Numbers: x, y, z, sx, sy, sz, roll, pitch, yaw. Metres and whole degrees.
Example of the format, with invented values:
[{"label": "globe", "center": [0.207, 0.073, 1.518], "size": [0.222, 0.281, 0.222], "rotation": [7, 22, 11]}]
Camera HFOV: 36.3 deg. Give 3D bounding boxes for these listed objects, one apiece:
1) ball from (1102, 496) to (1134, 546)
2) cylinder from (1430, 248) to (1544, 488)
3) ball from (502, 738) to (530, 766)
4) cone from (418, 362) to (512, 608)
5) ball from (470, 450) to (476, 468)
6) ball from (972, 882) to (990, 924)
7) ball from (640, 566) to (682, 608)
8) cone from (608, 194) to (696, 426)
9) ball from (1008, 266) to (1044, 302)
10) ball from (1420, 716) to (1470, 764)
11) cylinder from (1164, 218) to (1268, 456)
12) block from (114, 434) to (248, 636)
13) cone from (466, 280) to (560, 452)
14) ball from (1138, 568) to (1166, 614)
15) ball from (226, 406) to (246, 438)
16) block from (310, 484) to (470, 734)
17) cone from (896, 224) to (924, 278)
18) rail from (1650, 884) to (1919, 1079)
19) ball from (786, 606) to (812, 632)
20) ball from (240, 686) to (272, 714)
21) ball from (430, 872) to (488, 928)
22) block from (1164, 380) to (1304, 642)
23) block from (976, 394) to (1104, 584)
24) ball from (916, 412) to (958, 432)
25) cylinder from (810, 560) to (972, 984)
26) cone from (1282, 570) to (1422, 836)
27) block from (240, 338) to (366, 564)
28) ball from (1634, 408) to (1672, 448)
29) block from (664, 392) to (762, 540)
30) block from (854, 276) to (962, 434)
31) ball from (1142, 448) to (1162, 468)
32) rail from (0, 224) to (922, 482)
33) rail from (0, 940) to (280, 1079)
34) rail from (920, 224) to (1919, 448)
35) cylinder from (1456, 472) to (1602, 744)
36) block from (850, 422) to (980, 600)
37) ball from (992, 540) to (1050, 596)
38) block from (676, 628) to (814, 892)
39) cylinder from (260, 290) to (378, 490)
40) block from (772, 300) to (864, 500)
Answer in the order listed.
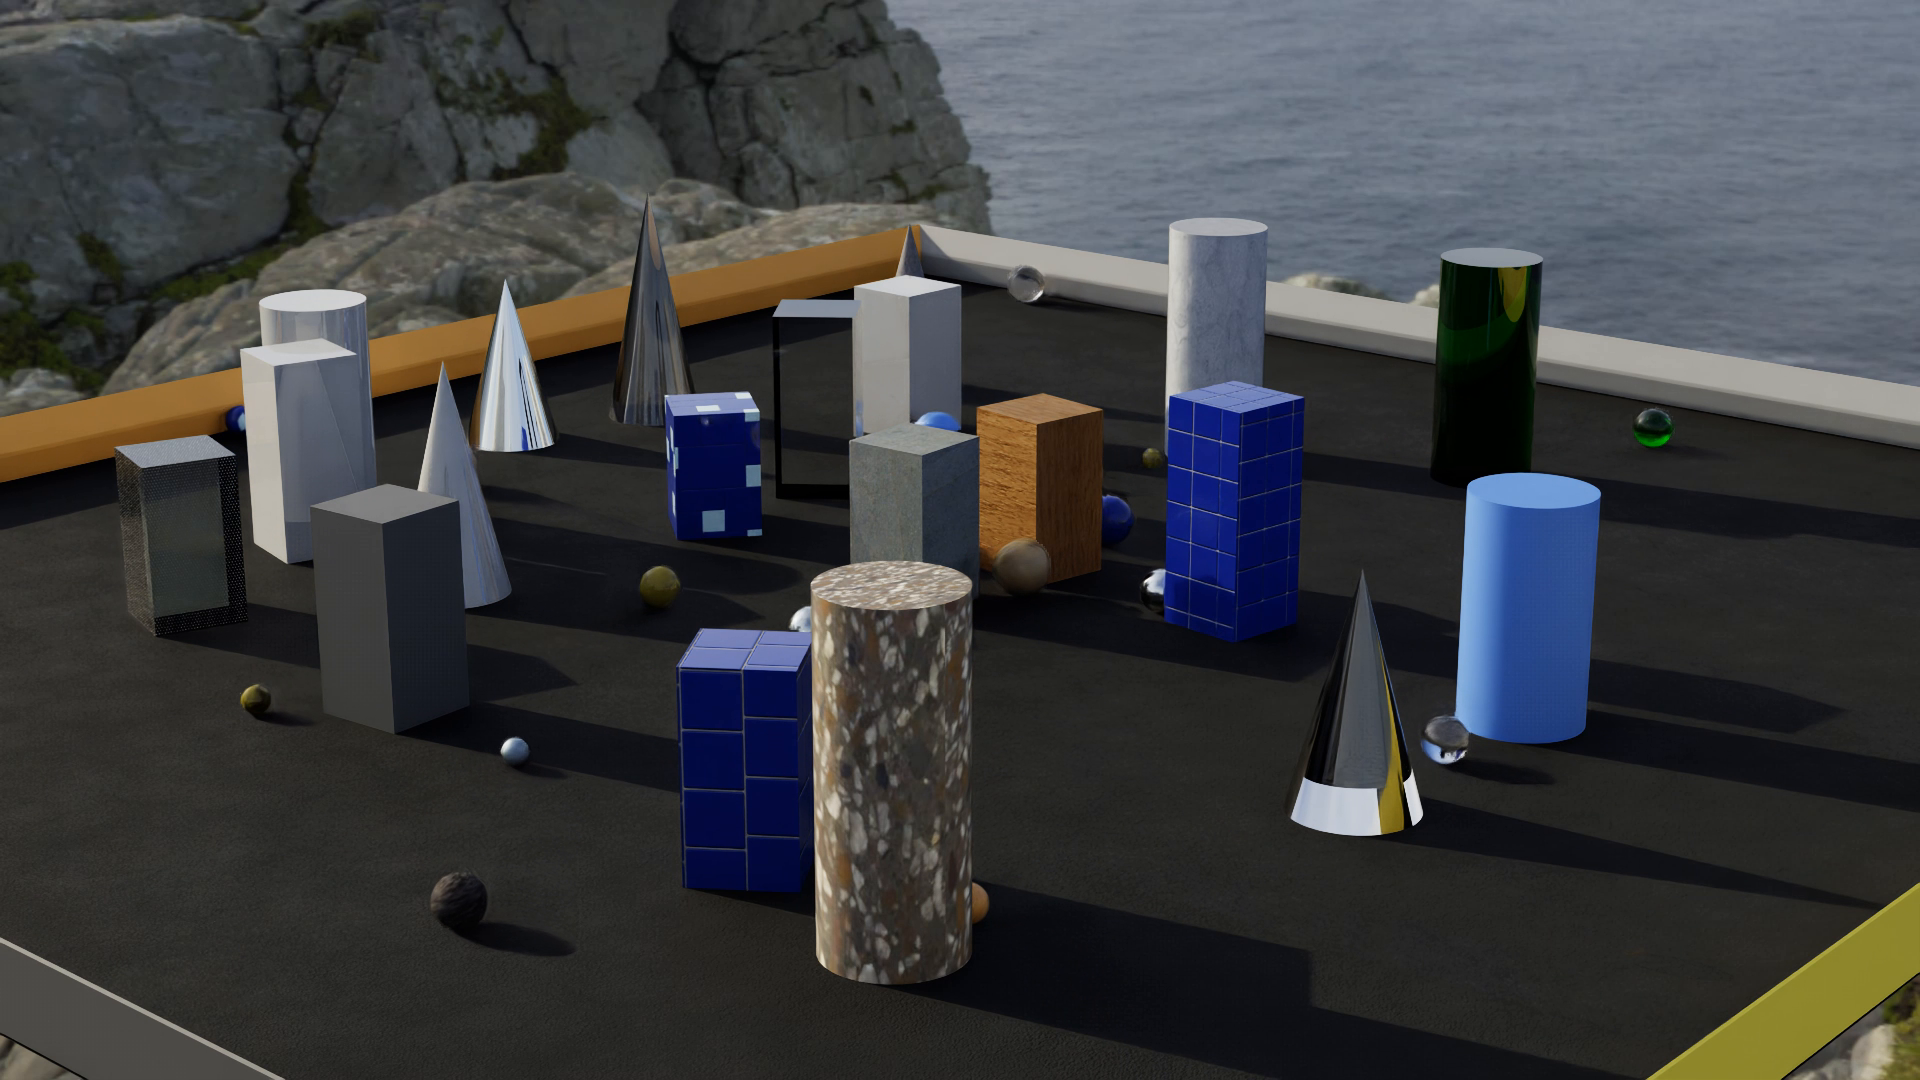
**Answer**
[{"label": "ball", "center": [0.275, -0.036, 5.414], "size": [0.093, 0.093, 0.093], "rotation": [0, 17, 0]}, {"label": "cylinder", "center": [1.042, -0.340, 5.811], "size": [0.198, 0.446, 0.198], "rotation": [0, 17, 0]}, {"label": "ball", "center": [-0.658, 0.314, 4.341], "size": [0.042, 0.042, 0.042], "rotation": [0, 17, 0]}, {"label": "cone", "center": [-0.888, -0.108, 5.091], "size": [0.198, 0.417, 0.198], "rotation": [0, 17, 0]}, {"label": "ball", "center": [-1.000, -0.148, 5.787], "size": [0.091, 0.091, 0.091], "rotation": [0, 17, 0]}, {"label": "ball", "center": [0.011, 0.471, 3.796], "size": [0.055, 0.055, 0.055], "rotation": [0, 17, 0]}, {"label": "ball", "center": [-0.517, 0.082, 5.059], "size": [0.072, 0.072, 0.072], "rotation": [0, 17, 0]}, {"label": "cone", "center": [-0.662, -0.507, 6.289], "size": [0.198, 0.490, 0.198], "rotation": [0, 17, 0]}, {"label": "ball", "center": [0.168, -0.650, 7.451], "size": [0.092, 0.092, 0.092], "rotation": [0, 17, 0]}, {"label": "ball", "center": [0.718, 0.296, 4.345], "size": [0.073, 0.073, 0.073], "rotation": [0, 17, 0]}, {"label": "cylinder", "center": [0.521, -0.405, 5.979], "size": [0.198, 0.473, 0.198], "rotation": [0, 17, 0]}, {"label": "block", "center": [-1.321, -0.009, 4.977], "size": [0.159, 0.293, 0.159], "rotation": [-10, 19, -30]}, {"label": "cone", "center": [-0.939, -0.375, 6.106], "size": [0.198, 0.343, 0.198], "rotation": [0, 17, 0]}, {"label": "ball", "center": [0.345, 0.087, 5.032], "size": [0.076, 0.076, 0.076], "rotation": [0, 17, 0]}, {"label": "ball", "center": [-1.511, -0.250, 6.167], "size": [0.067, 0.067, 0.067], "rotation": [0, 17, 0]}, {"label": "block", "center": [-0.879, 0.104, 4.530], "size": [0.159, 0.335, 0.159], "rotation": [12, 21, 35]}, {"label": "cone", "center": [-0.111, -0.522, 6.534], "size": [0.198, 0.376, 0.198], "rotation": [0, 17, 0]}, {"label": "rail", "center": [1.431, 0.391, 3.930], "size": [0.045, 0.129, 4.092], "rotation": [14, 22, 39]}, {"label": "ball", "center": [-0.242, 0.150, 4.810], "size": [0.085, 0.085, 0.085], "rotation": [0, 17, 0]}, {"label": "ball", "center": [-1.093, 0.248, 4.551], "size": [0.046, 0.046, 0.046], "rotation": [0, 17, 0]}, {"label": "ball", "center": [-0.646, 0.465, 3.784], "size": [0.073, 0.073, 0.073], "rotation": [0, 17, 0]}, {"label": "block", "center": [0.461, -0.050, 4.935], "size": [0.159, 0.395, 0.159], "rotation": [-15, 22, -40]}, {"label": "block", "center": [0.142, -0.091, 5.242], "size": [0.159, 0.297, 0.159], "rotation": [-14, 22, -39]}, {"label": "ball", "center": [-0.050, -0.215, 6.003], "size": [0.096, 0.096, 0.096], "rotation": [0, 17, 0]}, {"label": "cylinder", "center": [-0.084, 0.288, 3.653], "size": [0.198, 0.488, 0.198], "rotation": [0, 17, 0]}, {"label": "cone", "center": [0.560, 0.211, 4.130], "size": [0.198, 0.359, 0.198], "rotation": [0, 17, 0]}, {"label": "block", "center": [-1.198, -0.165, 5.362], "size": [0.159, 0.368, 0.159], "rotation": [-11, 20, -33]}, {"label": "ball", "center": [1.438, -0.232, 6.084], "size": [0.080, 0.080, 0.080], "rotation": [0, 17, 0]}, {"label": "block", "center": [-0.464, -0.141, 5.508], "size": [0.159, 0.238, 0.159], "rotation": [-3, 17, -11]}, {"label": "block", "center": [-0.109, -0.384, 6.190], "size": [0.159, 0.311, 0.159], "rotation": [15, 22, 40]}, {"label": "ball", "center": [0.389, -0.165, 5.928], "size": [0.042, 0.042, 0.042], "rotation": [0, 17, 0]}, {"label": "rail", "center": [-1.431, -0.326, 6.309], "size": [0.045, 0.129, 4.092], "rotation": [14, 22, 39]}, {"label": "rail", "center": [-1.326, 0.473, 3.658], "size": [3.837, 0.129, 0.045], "rotation": [14, 22, 39]}, {"label": "rail", "center": [1.326, -0.408, 6.582], "size": [3.837, 0.129, 0.045], "rotation": [14, 22, 39]}, {"label": "cylinder", "center": [0.865, 0.102, 4.474], "size": [0.198, 0.370, 0.198], "rotation": [0, 17, 0]}, {"label": "block", "center": [-0.078, -0.034, 5.063], "size": [0.159, 0.291, 0.159], "rotation": [13, 21, 36]}, {"label": "ball", "center": [0.107, 0.050, 5.117], "size": [0.099, 0.099, 0.099], "rotation": [0, 17, 0]}, {"label": "block", "center": [-0.282, 0.294, 3.936], "size": [0.159, 0.312, 0.159], "rotation": [2, 17, 6]}, {"label": "cylinder", "center": [-1.223, -0.257, 5.599], "size": [0.198, 0.409, 0.198], "rotation": [0, 17, 0]}, {"label": "block", "center": [-0.276, -0.276, 5.744], "size": [0.159, 0.362, 0.159], "rotation": [1, 17, 3]}]
